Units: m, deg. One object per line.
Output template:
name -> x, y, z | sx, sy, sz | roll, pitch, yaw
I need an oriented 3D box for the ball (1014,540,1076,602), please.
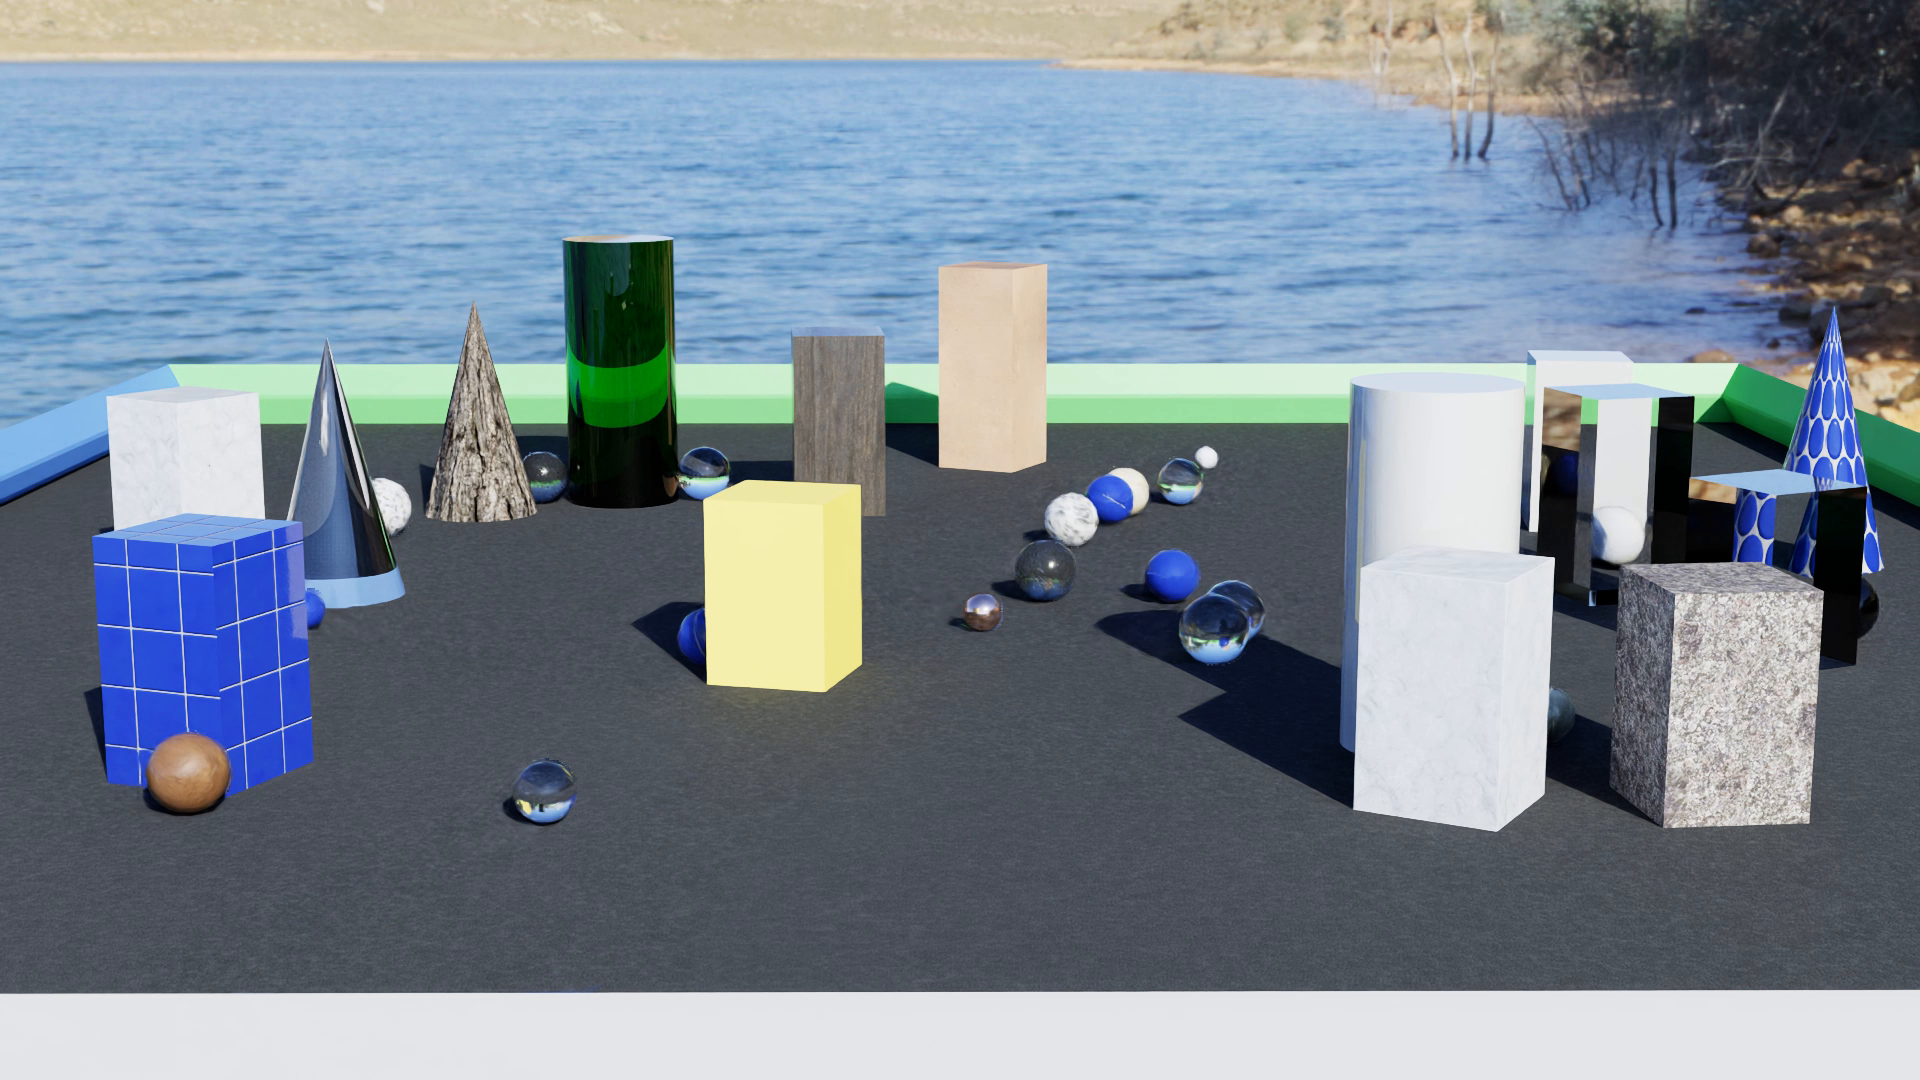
ball -> 0.117, 0.042, 3.489 | 0.084, 0.084, 0.084 | 0, 11, 0

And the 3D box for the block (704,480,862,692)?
block -> -0.209, 0.052, 3.060 | 0.146, 0.222, 0.146 | 3, 11, 15

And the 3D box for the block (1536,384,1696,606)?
block -> 0.899, -0.065, 3.527 | 0.146, 0.280, 0.146 | -3, 11, -16

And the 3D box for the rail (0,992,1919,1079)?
rail -> 0.010, 0.354, 1.725 | 3.178, 0.119, 0.045 | 0, 11, 0

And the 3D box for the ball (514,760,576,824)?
ball -> -0.401, 0.244, 2.476 | 0.060, 0.060, 0.060 | 0, 11, 0

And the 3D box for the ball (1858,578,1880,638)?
ball -> 1.115, 0.085, 3.244 | 0.090, 0.090, 0.090 | 0, 11, 0

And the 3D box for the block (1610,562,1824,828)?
block -> 0.740, 0.149, 2.522 | 0.146, 0.229, 0.146 | -1, 11, -6

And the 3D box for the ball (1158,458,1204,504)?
ball -> 0.365, -0.097, 4.250 | 0.076, 0.076, 0.076 | 0, 11, 0

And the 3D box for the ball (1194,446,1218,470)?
ball -> 0.442, -0.146, 4.603 | 0.042, 0.042, 0.042 | 0, 11, 0

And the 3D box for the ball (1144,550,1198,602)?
ball -> 0.287, 0.049, 3.483 | 0.072, 0.072, 0.072 | 0, 11, 0

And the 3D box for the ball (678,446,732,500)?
ball -> -0.428, -0.111, 4.291 | 0.089, 0.089, 0.089 | 0, 11, 0

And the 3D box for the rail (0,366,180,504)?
rail -> -1.565, 0.032, 3.441 | 0.045, 0.119, 3.557 | 0, 11, 0

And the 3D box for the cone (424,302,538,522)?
cone -> -0.781, -0.217, 4.150 | 0.183, 0.348, 0.183 | 0, 11, 0

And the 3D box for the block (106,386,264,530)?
block -> -1.097, -0.077, 3.645 | 0.146, 0.261, 0.146 | 7, 13, 32

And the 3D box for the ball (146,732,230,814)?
ball -> -0.755, 0.228, 2.509 | 0.080, 0.080, 0.080 | 0, 11, 0

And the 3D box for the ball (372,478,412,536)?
ball -> -0.892, -0.049, 3.955 | 0.091, 0.091, 0.091 | 0, 11, 0

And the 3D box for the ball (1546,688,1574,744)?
ball -> 0.632, 0.189, 2.768 | 0.060, 0.060, 0.060 | 0, 11, 0

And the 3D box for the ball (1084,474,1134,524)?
ball -> 0.236, -0.064, 4.061 | 0.079, 0.079, 0.079 | 0, 11, 0

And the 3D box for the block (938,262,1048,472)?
block -> 0.060, -0.316, 4.644 | 0.146, 0.362, 0.146 | 5, 12, 26

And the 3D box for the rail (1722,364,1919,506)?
rail -> 1.565, 0.029, 3.459 | 0.045, 0.119, 3.557 | 0, 11, 0

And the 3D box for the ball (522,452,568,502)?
ball -> -0.696, -0.105, 4.268 | 0.085, 0.085, 0.085 | 0, 11, 0

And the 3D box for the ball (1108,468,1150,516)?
ball -> 0.265, -0.077, 4.134 | 0.080, 0.080, 0.080 | 0, 11, 0

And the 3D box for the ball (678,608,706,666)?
ball -> -0.309, 0.118, 3.122 | 0.070, 0.070, 0.070 | 0, 11, 0

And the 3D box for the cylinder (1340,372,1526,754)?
cylinder -> 0.501, 0.027, 2.733 | 0.183, 0.392, 0.183 | 0, 11, 0

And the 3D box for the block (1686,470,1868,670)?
block -> 0.993, 0.038, 3.137 | 0.146, 0.221, 0.146 | -5, 12, -26

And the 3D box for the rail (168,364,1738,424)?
rail -> -0.010, -0.293, 5.175 | 3.178, 0.119, 0.045 | 0, 11, 0

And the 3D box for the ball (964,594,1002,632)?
ball -> 0.029, 0.093, 3.308 | 0.049, 0.049, 0.049 | 0, 11, 0

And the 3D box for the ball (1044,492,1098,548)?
ball -> 0.168, -0.030, 3.879 | 0.082, 0.082, 0.082 | 0, 11, 0

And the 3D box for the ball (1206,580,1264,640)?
ball -> 0.343, 0.092, 3.231 | 0.081, 0.081, 0.081 | 0, 11, 0

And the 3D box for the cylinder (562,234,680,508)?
cylinder -> -0.563, -0.282, 4.263 | 0.183, 0.436, 0.183 | 0, 11, 0

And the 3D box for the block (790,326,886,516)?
block -> -0.199, -0.195, 4.187 | 0.146, 0.292, 0.146 | -1, 11, -5

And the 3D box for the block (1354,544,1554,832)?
block -> 0.487, 0.141, 2.528 | 0.146, 0.242, 0.146 | 6, 12, 30

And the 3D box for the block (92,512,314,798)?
block -> -0.775, 0.115, 2.634 | 0.146, 0.256, 0.146 | 4, 11, 21

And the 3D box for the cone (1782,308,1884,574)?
cone -> 1.258, -0.152, 3.727 | 0.183, 0.378, 0.183 | 0, 11, 0

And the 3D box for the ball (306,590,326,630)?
ball -> -0.847, 0.090, 3.315 | 0.052, 0.052, 0.052 | 0, 11, 0

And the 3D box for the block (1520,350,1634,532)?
block -> 0.972, -0.157, 4.049 | 0.146, 0.268, 0.146 | 1, 11, 7

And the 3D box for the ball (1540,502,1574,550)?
ball -> 0.909, -0.022, 3.858 | 0.073, 0.073, 0.073 | 0, 11, 0

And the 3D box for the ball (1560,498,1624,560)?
ball -> 0.928, -0.015, 3.771 | 0.091, 0.091, 0.091 | 0, 11, 0

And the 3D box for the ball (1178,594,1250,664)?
ball -> 0.310, 0.109, 3.125 | 0.086, 0.086, 0.086 | 0, 11, 0

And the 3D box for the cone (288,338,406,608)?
cone -> -0.858, -0.101, 3.506 | 0.183, 0.357, 0.183 | 0, 11, 0
